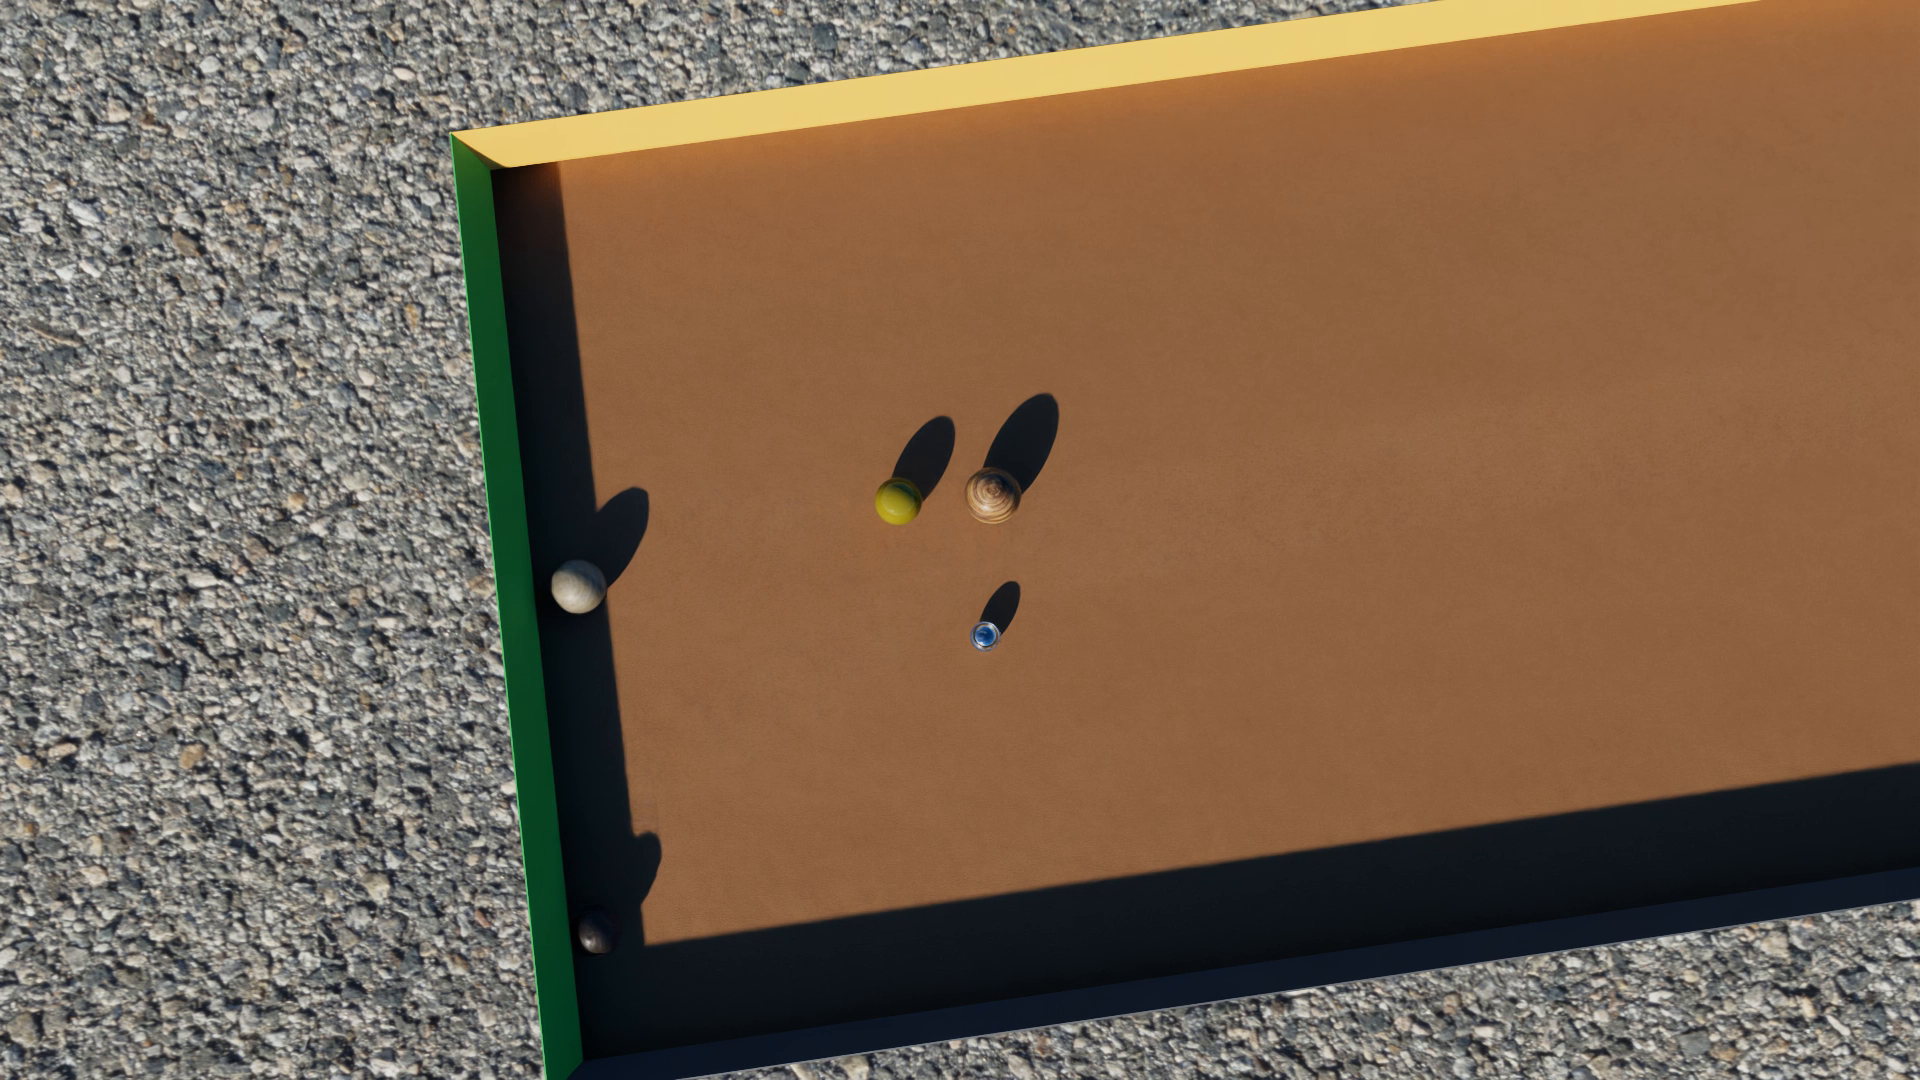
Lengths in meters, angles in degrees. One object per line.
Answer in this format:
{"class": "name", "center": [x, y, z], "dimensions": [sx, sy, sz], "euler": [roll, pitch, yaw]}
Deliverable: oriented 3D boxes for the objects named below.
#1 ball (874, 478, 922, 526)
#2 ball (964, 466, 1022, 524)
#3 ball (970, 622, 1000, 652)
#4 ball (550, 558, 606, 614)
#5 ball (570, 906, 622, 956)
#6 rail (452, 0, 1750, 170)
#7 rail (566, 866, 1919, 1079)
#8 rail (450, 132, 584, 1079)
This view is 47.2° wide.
{"class": "ball", "center": [-0.093, -0.058, 3.314], "dimensions": [0.072, 0.072, 0.072], "euler": [0, 78, 0]}
{"class": "ball", "center": [0.049, -0.067, 3.309], "dimensions": [0.087, 0.087, 0.087], "euler": [0, 78, 0]}
{"class": "ball", "center": [0.038, 0.144, 3.286], "dimensions": [0.046, 0.046, 0.046], "euler": [0, 78, 0]}
{"class": "ball", "center": [-0.570, 0.069, 3.282], "dimensions": [0.083, 0.083, 0.083], "euler": [0, 78, 0]}
{"class": "ball", "center": [-0.528, 0.566, 3.184], "dimensions": [0.073, 0.073, 0.073], "euler": [0, 78, 0]}
{"class": "rail", "center": [0.578, -0.777, 3.442], "dimensions": [2.734, 0.112, 0.045], "euler": [-8, 78, -2]}
{"class": "rail", "center": [0.775, 0.580, 3.160], "dimensions": [2.734, 0.112, 0.045], "euler": [-8, 78, -2]}
{"class": "rail", "center": [-0.653, 0.087, 3.262], "dimensions": [0.045, 0.112, 1.448], "euler": [-8, 78, -2]}
